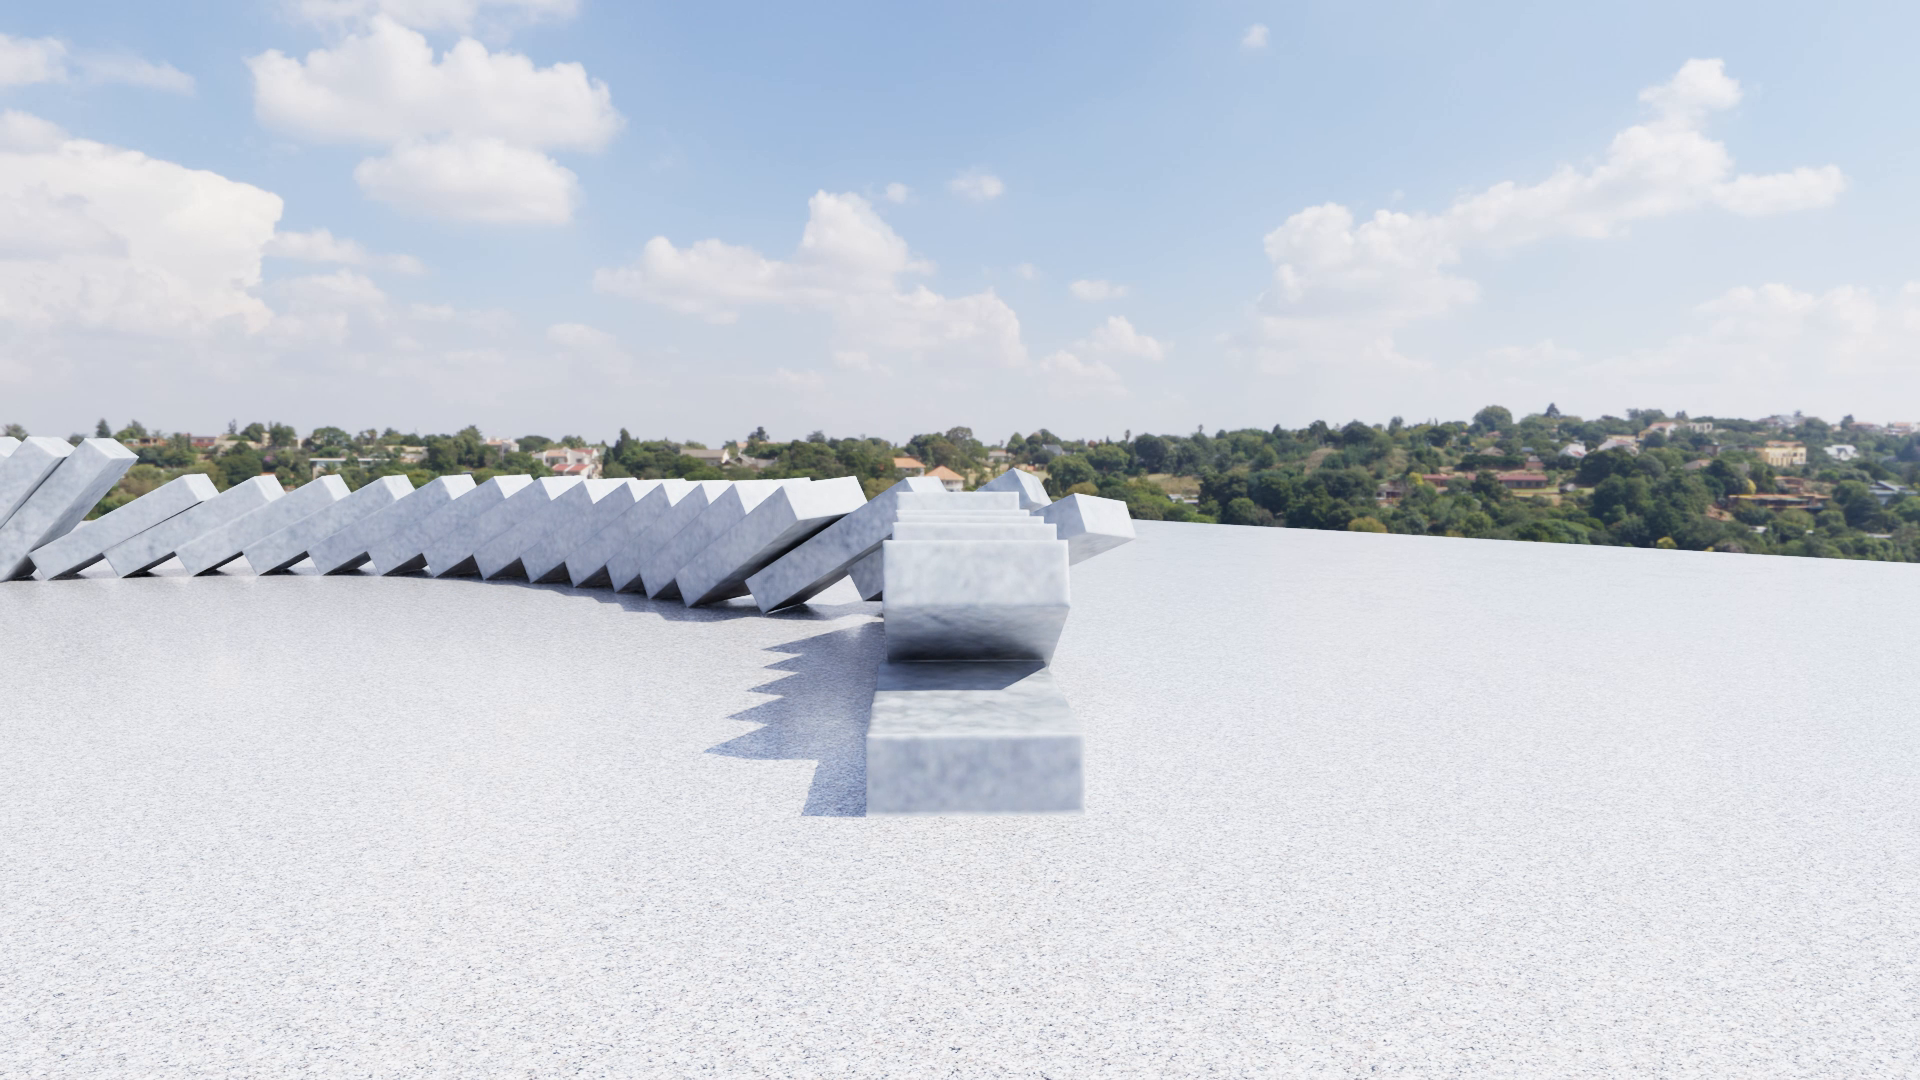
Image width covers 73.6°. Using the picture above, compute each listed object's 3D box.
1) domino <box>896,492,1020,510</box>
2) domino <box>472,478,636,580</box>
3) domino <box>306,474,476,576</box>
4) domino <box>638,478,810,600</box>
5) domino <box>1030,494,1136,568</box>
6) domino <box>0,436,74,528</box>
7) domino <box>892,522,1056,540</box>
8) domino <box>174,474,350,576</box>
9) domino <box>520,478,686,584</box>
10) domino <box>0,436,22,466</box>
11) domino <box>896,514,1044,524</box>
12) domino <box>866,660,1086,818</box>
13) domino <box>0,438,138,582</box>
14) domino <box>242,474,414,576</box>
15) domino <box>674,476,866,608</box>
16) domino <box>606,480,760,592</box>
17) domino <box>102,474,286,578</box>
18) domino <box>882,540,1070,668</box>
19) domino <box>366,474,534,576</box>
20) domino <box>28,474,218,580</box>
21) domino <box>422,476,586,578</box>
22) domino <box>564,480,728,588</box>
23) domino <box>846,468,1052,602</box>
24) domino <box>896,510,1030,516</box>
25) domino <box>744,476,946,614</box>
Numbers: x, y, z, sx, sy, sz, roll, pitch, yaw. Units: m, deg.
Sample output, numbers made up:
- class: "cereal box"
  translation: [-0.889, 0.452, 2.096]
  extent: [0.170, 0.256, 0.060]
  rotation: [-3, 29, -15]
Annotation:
- class: "domino"
  translation: [-0.001, 0.005, 0.282]
  extent: [0.025, 0.010, 0.050]
  rotation: [0, -25, -2]
- class: "domino"
  translation: [-0.126, -0.004, 0.403]
  extent: [0.050, 0.010, 0.025]
  rotation: [-29, -8, 23]
- class: "domino"
  translation: [-0.187, -0.005, 0.426]
  extent: [0.050, 0.009, 0.025]
  rotation: [-28, 4, 2]
- class: "domino"
  translation: [-0.063, 0.000, 0.345]
  extent: [0.025, 0.010, 0.050]
  rotation: [-8, -21, -48]
- class: "domino"
  translation: [0.015, 0.003, 0.312]
  extent: [0.050, 0.010, 0.025]
  rotation: [-25, -17, 31]
- class: "domino"
  translation: [-0.297, -0.010, 0.397]
  extent: [0.010, 0.050, 0.025]
  rotation: [40, -7, -15]
- class: "domino"
  translation: [0.001, 0.011, 0.217]
  extent: [0.025, 0.010, 0.050]
  rotation: [1, -21, -2]
- class: "domino"
  translation: [-0.230, -0.005, 0.427]
  extent: [0.050, 0.010, 0.025]
  rotation: [-30, 10, -10]
- class: "domino"
  translation: [-0.108, -0.003, 0.392]
  extent: [0.050, 0.010, 0.025]
  rotation: [-29, -10, 27]
- class: "domino"
  translation: [-0.308, -0.009, 0.393]
  extent: [0.010, 0.050, 0.025]
  rotation: [40, -7, -15]
- class: "domino"
  translation: [0.001, 0.009, 0.239]
  extent: [0.025, 0.010, 0.050]
  rotation: [1, -21, -2]
- class: "domino"
  translation: [0.001, 0.025, 0.171]
  extent: [0.025, 0.009, 0.050]
  rotation: [0, 4, -2]
- class: "domino"
  translation: [-0.286, -0.010, 0.407]
  extent: [0.010, 0.050, 0.025]
  rotation: [41, -7, -15]
- class: "domino"
  translation: [-0.209, -0.005, 0.427]
  extent: [0.050, 0.010, 0.025]
  rotation: [-29, 7, -5]
- class: "domino"
  translation: [-0.049, 0.001, 0.328]
  extent: [0.050, 0.010, 0.025]
  rotation: [-34, -15, 38]
- class: "domino"
  translation: [-0.076, -0.001, 0.363]
  extent: [0.050, 0.010, 0.025]
  rotation: [-33, -17, 37]
- class: "domino"
  translation: [-0.250, -0.005, 0.422]
  extent: [0.050, 0.009, 0.025]
  rotation: [-30, 11, -11]
- class: "domino"
  translation: [0.002, 0.013, 0.195]
  extent: [0.025, 0.009, 0.050]
  rotation: [0, -20, -2]
- class: "domino"
  translation: [-0.165, -0.005, 0.421]
  extent: [0.050, 0.009, 0.025]
  rotation: [-28, 0, 8]
- class: "domino"
  translation: [-0.269, -0.005, 0.415]
  extent: [0.050, 0.009, 0.025]
  rotation: [-31, 12, -12]
- class: "domino"
  translation: [-0.145, -0.005, 0.414]
  extent: [0.050, 0.009, 0.025]
  rotation: [-28, -4, 16]
- class: "domino"
  translation: [-0.091, -0.002, 0.377]
  extent: [0.050, 0.009, 0.025]
  rotation: [-31, -15, 33]
- class: "domino"
  translation: [-0.002, -0.001, 0.330]
  extent: [0.050, 0.010, 0.025]
  rotation: [-31, -11, 14]
- class: "domino"
  translation: [0.000, 0.008, 0.262]
  extent: [0.025, 0.009, 0.050]
  rotation: [0, -21, -2]
- class: "domino"
  translation: [-0.027, 0.001, 0.325]
  extent: [0.050, 0.009, 0.025]
  rotation: [-32, -6, 16]
